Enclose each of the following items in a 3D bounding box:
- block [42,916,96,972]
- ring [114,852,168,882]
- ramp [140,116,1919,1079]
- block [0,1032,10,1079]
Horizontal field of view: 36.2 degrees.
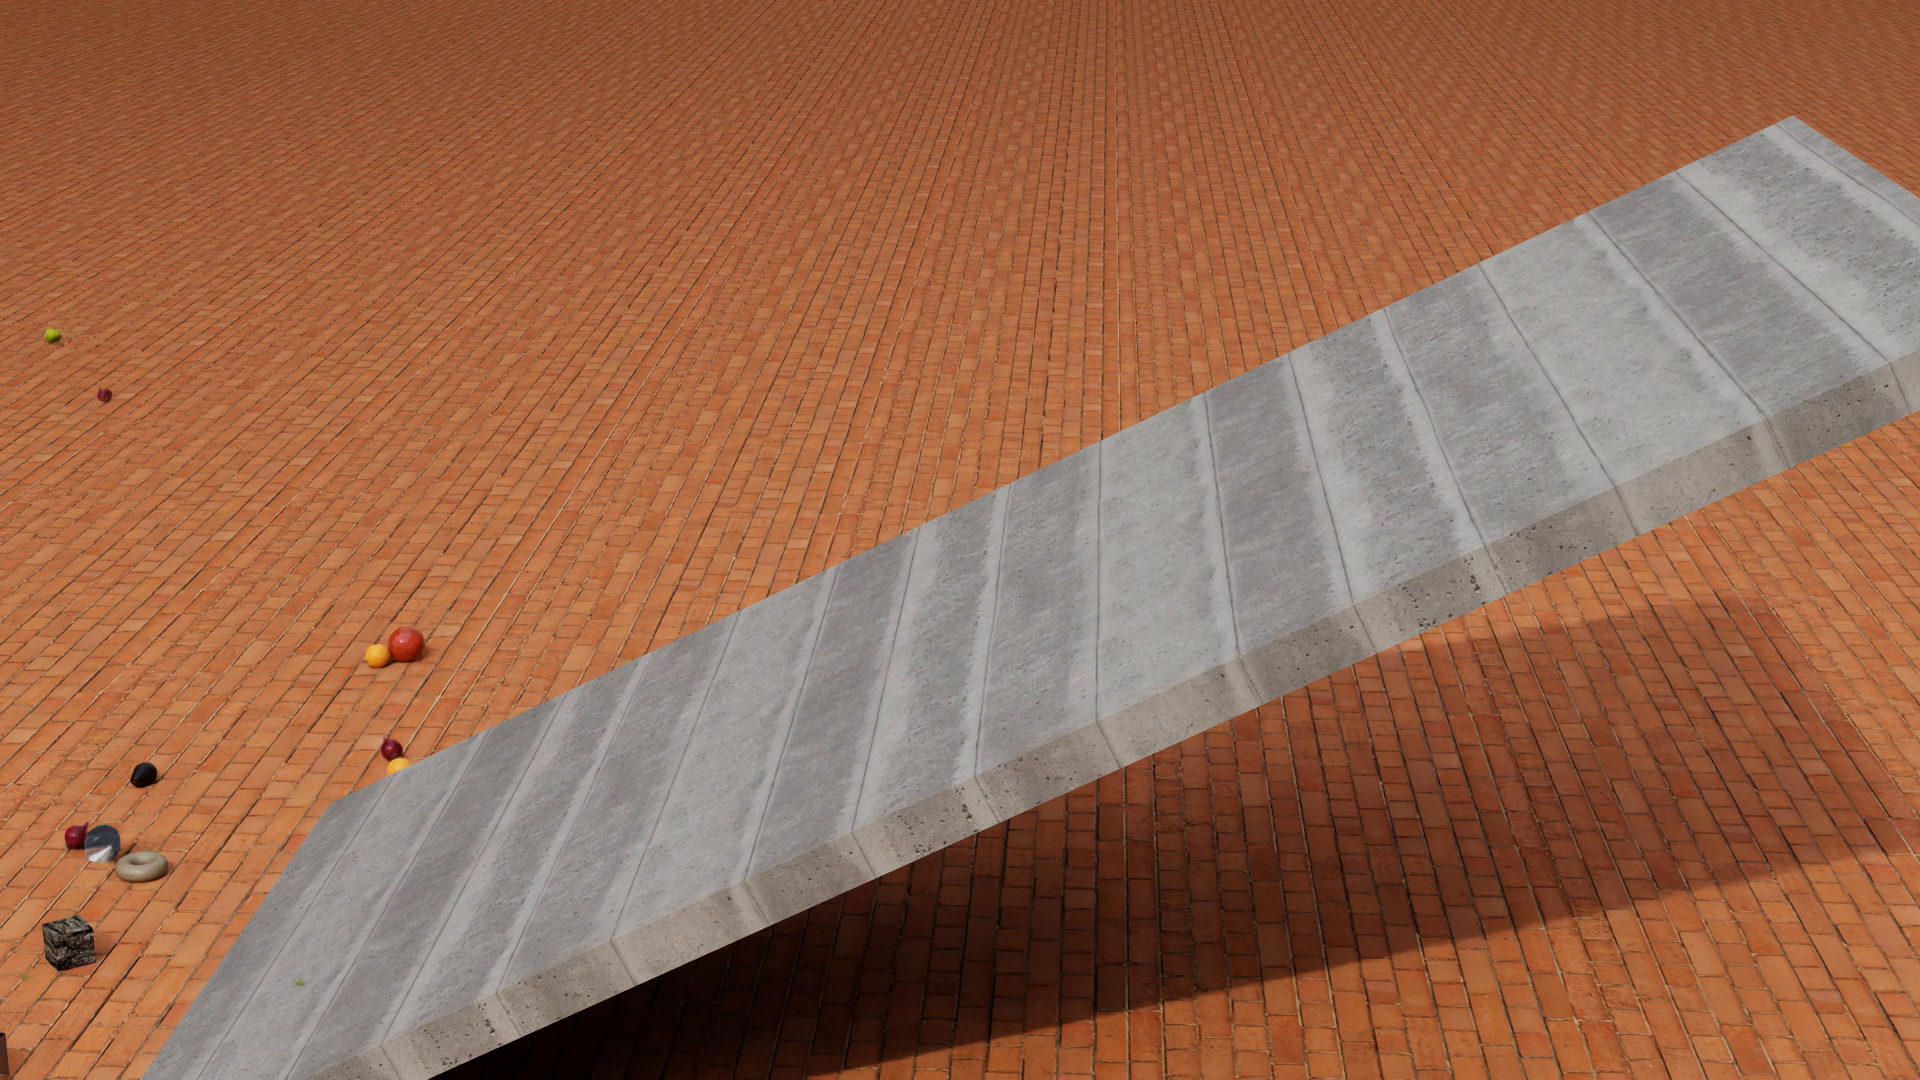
[{"bbox_3d":[-2.072,0.938,6.839,0.089,0.089,0.089,-11,20,-34],"label":"block"},{"bbox_3d":[-2.042,0.815,7.338,0.130,0.043,0.130,1,17,0],"label":"ring"},{"bbox_3d":[0.139,0.168,6.281,4.000,0.100,2.000,-25,14,10],"label":"ramp"},{"bbox_3d":[-2.093,1.109,6.246,0.098,0.098,0.098,3,17,10],"label":"block"}]
